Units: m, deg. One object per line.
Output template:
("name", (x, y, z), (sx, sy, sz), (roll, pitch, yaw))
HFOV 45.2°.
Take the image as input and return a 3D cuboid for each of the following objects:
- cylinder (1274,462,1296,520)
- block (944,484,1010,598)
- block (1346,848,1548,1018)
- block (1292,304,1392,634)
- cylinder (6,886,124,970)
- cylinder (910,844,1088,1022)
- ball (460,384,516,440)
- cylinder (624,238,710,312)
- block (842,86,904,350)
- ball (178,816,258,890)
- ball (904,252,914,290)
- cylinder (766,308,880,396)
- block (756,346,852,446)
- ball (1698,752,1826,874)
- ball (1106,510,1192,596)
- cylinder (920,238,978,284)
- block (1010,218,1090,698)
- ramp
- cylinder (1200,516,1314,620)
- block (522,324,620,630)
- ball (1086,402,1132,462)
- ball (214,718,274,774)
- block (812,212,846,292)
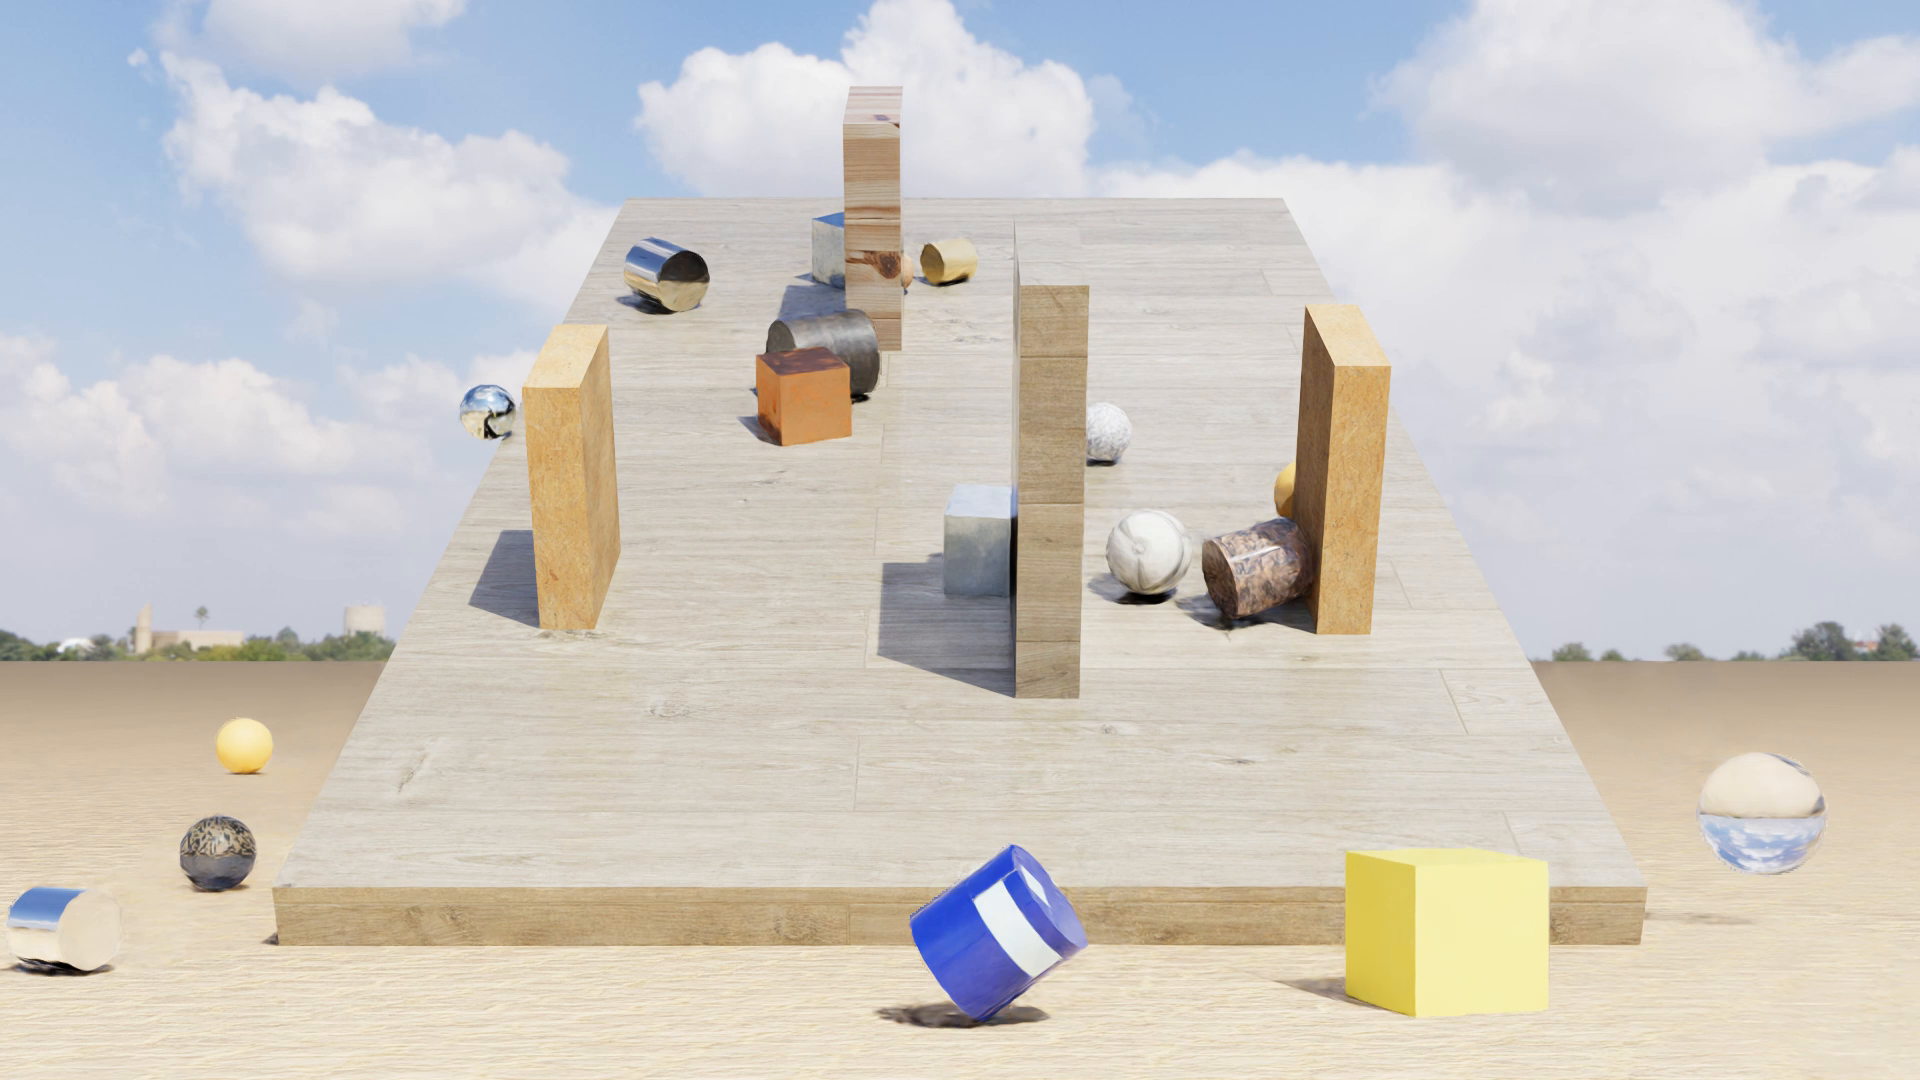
("cylinder", (0.694, -0.067, 4.525), (0.148, 0.148, 0.148), (0, 23, 4))
("block", (0.059, 0.001, 4.346), (0.158, 0.158, 0.158), (3, 23, 7))
("block", (0.594, 0.477, 2.829), (0.179, 0.179, 0.179), (1, -2, -18))
("block", (0.690, -0.134, 4.218), (0.097, 0.508, 0.359), (0, 23, 0))
("cylinder", (-1.202, 0.521, 3.102), (0.106, 0.106, 0.106), (-2, -3, 31))
("cylinder", (0.045, 0.454, 2.671), (0.146, 0.146, 0.146), (-37, -10, 9))
("ball", (-1.037, -0.281, 5.070), (0.124, 0.124, 0.124), (0, -3, 0))
("cylinder", (-0.761, -0.688, 5.978), (0.160, 0.160, 0.160), (3, 16, -43))
("block", (-0.211, -0.805, 5.745), (0.134, 0.561, 0.430), (0, 23, 0))
("ball", (-1.348, 0.569, 4.195), (0.136, 0.136, 0.136), (0, -3, 0))
("ball", (-0.180, -0.709, 6.084), (0.120, 0.120, 0.120), (0, -3, 0))
("cylinder", (-0.315, -0.421, 5.295), (0.196, 0.196, 0.196), (-11, 2, -25))
("block", (-0.346, -0.319, 5.101), (0.162, 0.162, 0.162), (-9, 25, -21))
("ball", (1.261, 0.429, 3.630), (0.190, 0.190, 0.190), (0, -3, 0))
("ball", (0.352, 0.023, 4.293), (0.161, 0.161, 0.161), (0, -3, 0))
("cylinder", (-0.030, -0.749, 6.192), (0.110, 0.110, 0.110), (-15, 6, -32))
("block", (0.148, -0.146, 3.963), (0.108, 0.727, 0.414), (0, 23, 0))
("ramp", (-0.007, -0.225, 5.217), (2.000, 0.100, 4.000), (0, 23, 0))
("cylinder", (0.541, 0.051, 4.202), (0.153, 0.153, 0.153), (-17, 1, -14))
("block", (-0.709, -0.121, 4.243), (0.098, 0.461, 0.360), (0, 23, 0))
("ball", (0.305, -0.231, 4.943), (0.125, 0.125, 0.125), (0, -3, 0))
("ball", (-2.555, 0.738, 8.237), (0.199, 0.199, 0.199), (0, -3, 0))
("block", (-0.275, -0.775, 6.176), (0.171, 0.171, 0.171), (-20, 30, -40))
